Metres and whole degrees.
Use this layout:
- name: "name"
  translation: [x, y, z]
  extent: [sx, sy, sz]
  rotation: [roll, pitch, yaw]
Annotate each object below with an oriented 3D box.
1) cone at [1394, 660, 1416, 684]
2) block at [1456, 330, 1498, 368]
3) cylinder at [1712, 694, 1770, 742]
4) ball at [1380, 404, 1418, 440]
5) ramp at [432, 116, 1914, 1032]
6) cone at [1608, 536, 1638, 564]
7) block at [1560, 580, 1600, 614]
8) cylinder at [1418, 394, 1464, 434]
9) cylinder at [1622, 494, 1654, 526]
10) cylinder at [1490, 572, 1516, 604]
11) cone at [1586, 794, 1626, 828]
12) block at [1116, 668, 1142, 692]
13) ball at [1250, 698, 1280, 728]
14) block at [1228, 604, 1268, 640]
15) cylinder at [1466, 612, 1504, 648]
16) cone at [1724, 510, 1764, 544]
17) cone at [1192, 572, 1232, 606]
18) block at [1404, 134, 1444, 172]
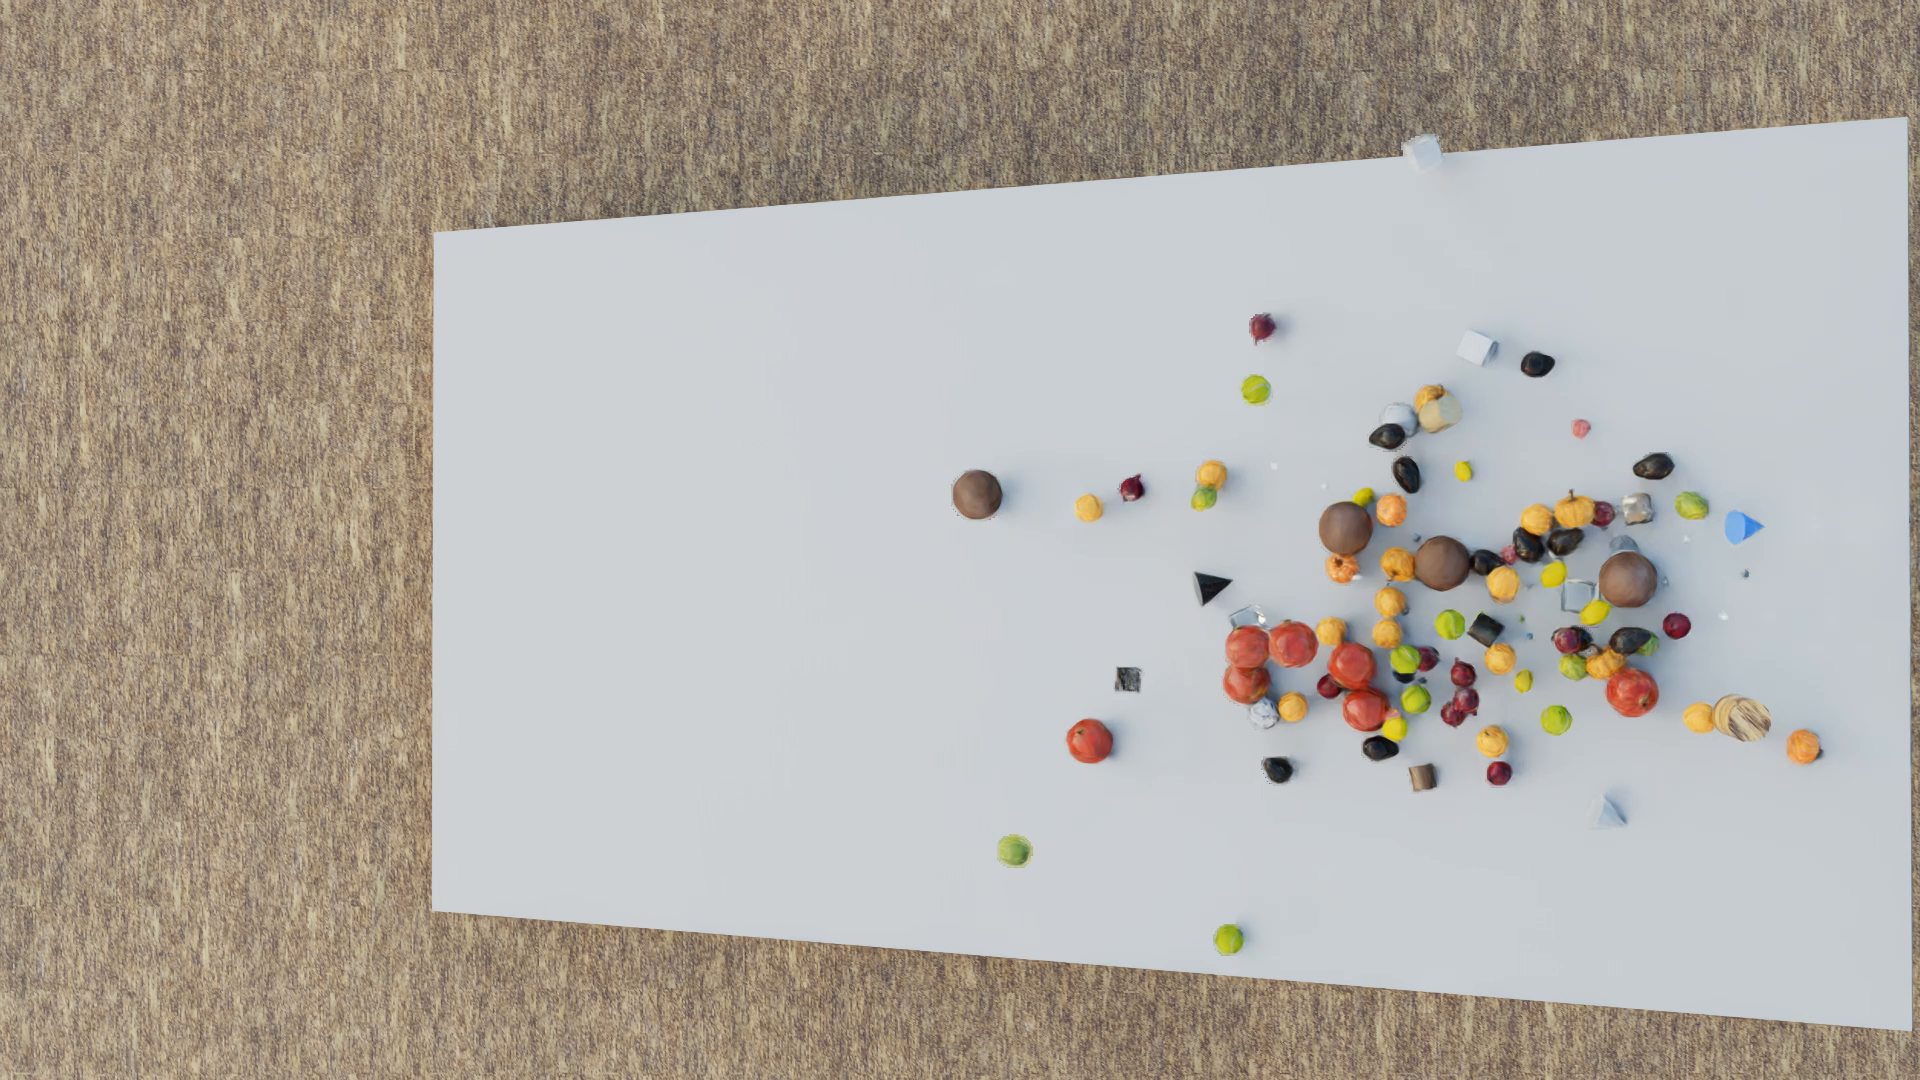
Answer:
- name: "cone"
  translation: [1.055, 0.317, 5.249]
  extent: [0.055, 0.055, 0.055]
  rotation: [0, 89, 25]
- name: "block"
  translation: [1.217, -0.450, 5.177]
  extent: [0.065, 0.065, 0.065]
  rotation: [30, 101, 22]
- name: "cylinder"
  translation: [1.714, 0.390, 4.825]
  extent: [0.094, 0.094, 0.094]
  rotation: [0, 94, -2]
- name: "ball"
  translation: [1.046, -0.281, 5.242]
  extent: [0.087, 0.087, 0.087]
  rotation: [0, 89, 0]
- name: "ramp"
  translation: [0.282, 0.082, 5.694]
  extent: [4.000, 0.100, 2.000]
  rotation: [0, 89, 25]
- name: "cone"
  translation: [1.513, 0.022, 5.035]
  extent: [0.066, 0.066, 0.066]
  rotation: [0, 89, 25]
- name: "block"
  translation: [1.428, 0.131, 5.065]
  extent: [0.067, 0.067, 0.067]
  rotation: [9, 99, 31]
- name: "cylinder"
  translation: [1.116, -0.292, 5.100]
  extent: [0.072, 0.072, 0.072]
  rotation: [8, 72, -25]
- name: "cylinder"
  translation: [1.548, -0.070, 5.021]
  extent: [0.062, 0.062, 0.062]
  rotation: [-7, 81, 0]
- name: "cylinder"
  translation: [1.262, 0.112, 5.112]
  extent: [0.055, 0.055, 0.055]
  rotation: [6, 53, 0]
- name: "cone"
  translation: [1.496, 0.638, 5.051]
  extent: [0.084, 0.084, 0.084]
  rotation: [22, 89, -3]
- name: "block"
  translation: [0.381, 0.316, 4.968]
  extent: [0.053, 0.053, 0.053]
  rotation: [3, 89, -1]
- name: "ball"
  translation: [0.746, 0.424, 5.379]
  extent: [0.076, 0.076, 0.076]
  rotation: [0, 89, 0]
- name: "block"
  translation: [0.708, 0.202, 5.405]
  extent: [0.064, 0.064, 0.064]
  rotation: [-28, 78, 22]
- name: "cylinder"
  translation: [1.232, 0.212, 5.158]
  extent: [0.063, 0.063, 0.063]
  rotation: [34, 89, 13]
- name: "cone"
  translation: [1.769, -0.029, 4.925]
  extent: [0.078, 0.078, 0.078]
  rotation: [-2, 89, -15]
- name: "cone"
  translation: [0.634, 0.111, 5.453]
  extent: [0.092, 0.092, 0.092]
  rotation: [-14, 89, -3]
- name: "block"
  translation: [1.095, -0.915, 5.198]
  extent: [0.061, 0.061, 0.061]
  rotation: [-23, 108, -2]
